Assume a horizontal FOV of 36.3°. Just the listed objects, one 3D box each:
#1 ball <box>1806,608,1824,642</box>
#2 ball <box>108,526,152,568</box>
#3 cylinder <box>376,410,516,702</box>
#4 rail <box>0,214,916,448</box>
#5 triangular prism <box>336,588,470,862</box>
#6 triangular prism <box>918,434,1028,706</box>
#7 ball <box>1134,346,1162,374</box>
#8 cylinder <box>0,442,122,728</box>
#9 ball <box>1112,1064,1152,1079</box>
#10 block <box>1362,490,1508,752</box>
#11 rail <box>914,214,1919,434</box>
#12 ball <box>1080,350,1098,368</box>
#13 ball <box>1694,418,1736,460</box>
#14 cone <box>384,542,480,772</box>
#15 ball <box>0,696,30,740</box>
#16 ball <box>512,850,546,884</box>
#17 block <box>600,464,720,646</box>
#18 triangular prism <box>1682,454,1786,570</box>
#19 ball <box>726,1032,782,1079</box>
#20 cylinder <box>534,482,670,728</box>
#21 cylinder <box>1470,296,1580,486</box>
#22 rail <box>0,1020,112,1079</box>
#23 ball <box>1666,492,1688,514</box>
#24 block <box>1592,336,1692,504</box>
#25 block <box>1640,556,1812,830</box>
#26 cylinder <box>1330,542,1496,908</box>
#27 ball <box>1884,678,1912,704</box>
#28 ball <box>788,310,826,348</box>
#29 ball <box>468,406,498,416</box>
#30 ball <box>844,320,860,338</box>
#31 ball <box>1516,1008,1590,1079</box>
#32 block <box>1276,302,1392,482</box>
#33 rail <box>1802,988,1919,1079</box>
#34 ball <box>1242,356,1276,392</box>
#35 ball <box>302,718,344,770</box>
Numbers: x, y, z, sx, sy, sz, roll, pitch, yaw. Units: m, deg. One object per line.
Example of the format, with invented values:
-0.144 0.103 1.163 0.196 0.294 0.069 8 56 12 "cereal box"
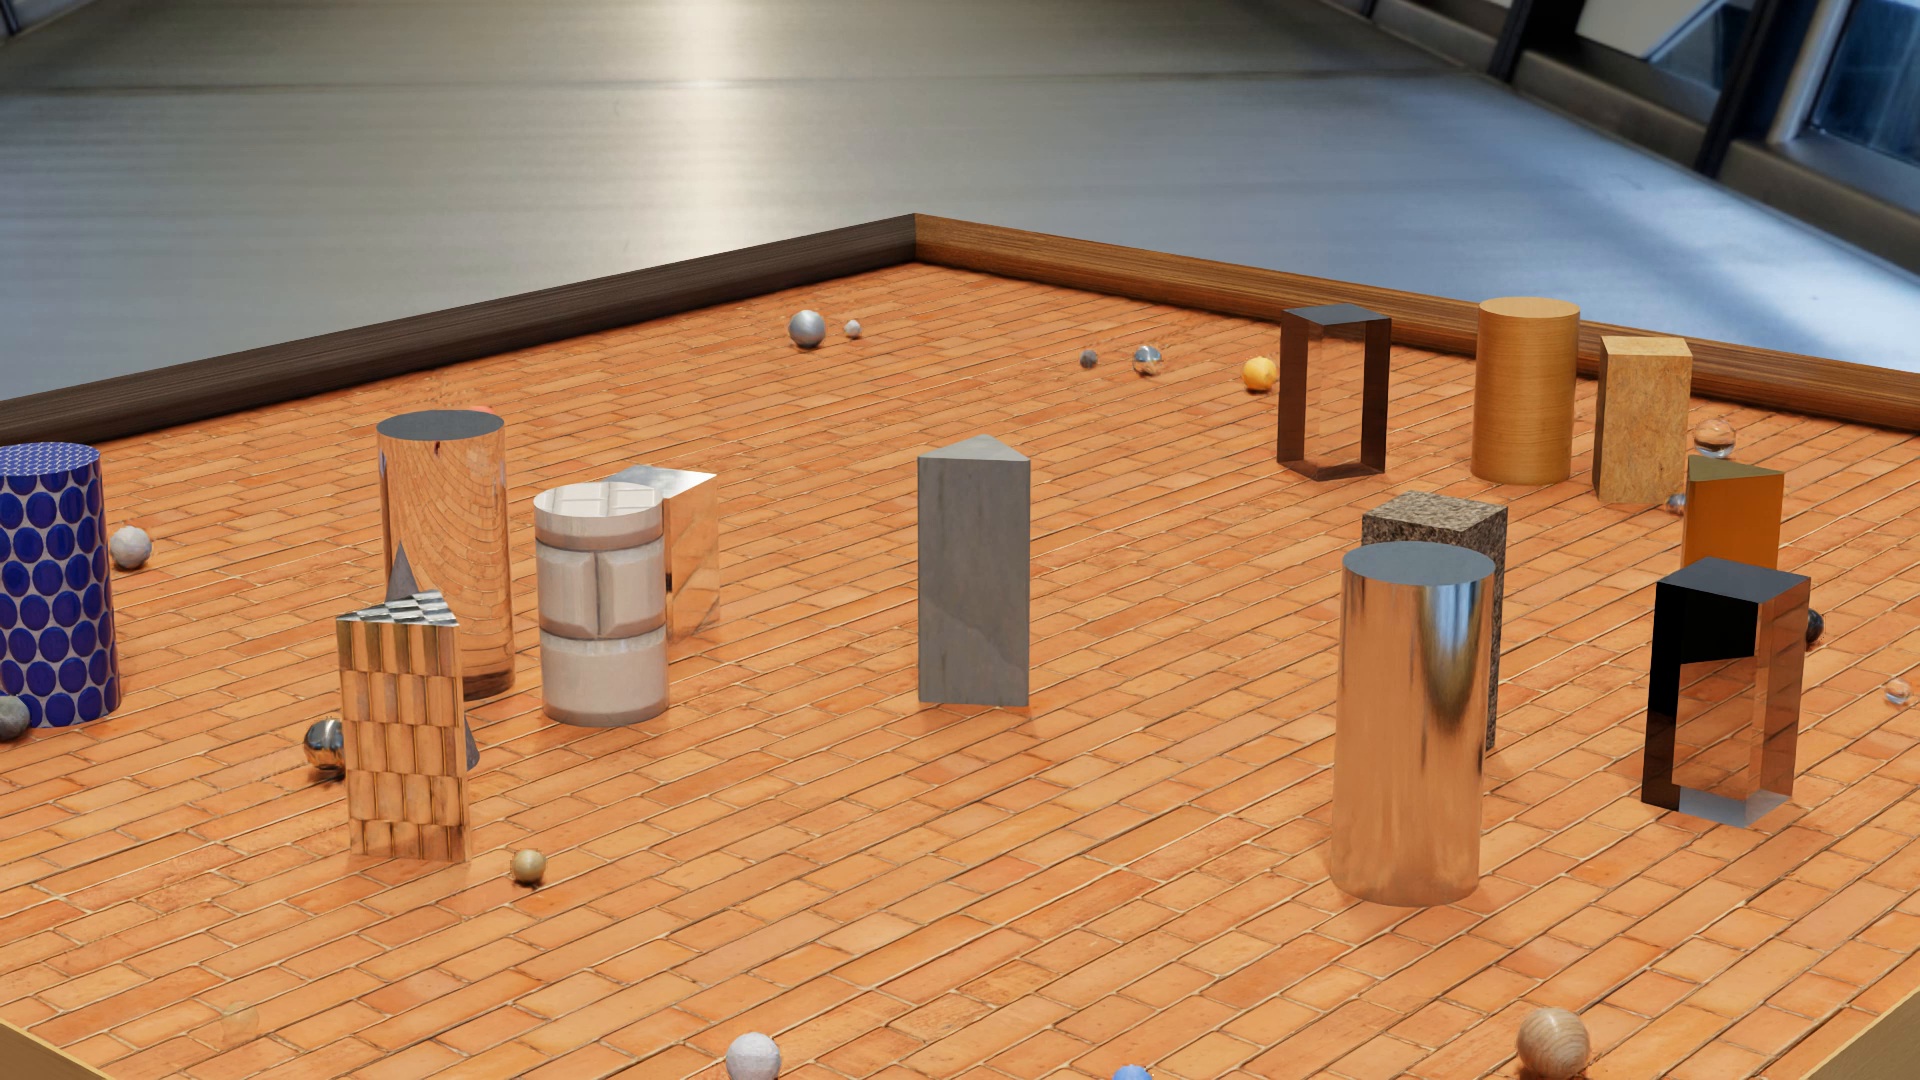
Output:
1.410 0.142 4.883 0.057 0.057 0.057 0 17 0 "ball"
-1.495 0.013 5.281 0.074 0.074 0.074 0 17 0 "ball"
-0.811 0.024 4.636 0.198 0.425 0.198 0 17 0 "cylinder"
-1.522 -0.349 6.386 0.045 0.128 4.325 14 22 39 "rail"
-0.739 0.251 4.031 0.171 0.340 0.148 3 17 10 "triangular prism"
0.030 0.045 4.613 0.171 0.399 0.148 2 17 7 "triangular prism"
0.429 -0.410 6.699 0.066 0.066 0.066 0 17 0 "ball"
-1.414 0.068 4.531 0.198 0.401 0.198 0 17 0 "cylinder"
0.194 0.618 3.317 0.048 0.048 0.048 0 17 0 "ball"
0.696 0.137 4.346 0.158 0.377 0.158 11 20 33 "block"
1.402 -0.434 6.666 4.080 0.128 0.045 14 22 39 "rail"
0.297 -0.419 6.771 0.042 0.042 0.042 0 17 0 "ball"
1.543 -0.207 5.994 0.084 0.084 0.084 0 17 0 "ball"
-0.814 0.163 4.313 0.198 0.345 0.198 0 17 0 "cone"
-1.443 0.268 4.436 0.067 0.067 0.067 0 17 0 "ball"
-0.577 0.437 3.925 0.045 0.045 0.045 0 17 0 "ball"
-0.514 0.023 4.934 0.158 0.255 0.158 8 18 24 "block"
1.242 0.020 4.870 0.171 0.298 0.148 -5 18 -17 "triangular prism"
-0.237 0.597 3.360 0.064 0.064 0.064 0 17 0 "ball"
-0.554 0.098 4.544 0.198 0.336 0.198 0 17 0 "cylinder"
1.128 -0.298 5.854 0.198 0.340 0.198 0 17 0 "cylinder"
-1.402 0.498 3.574 4.080 0.128 0.045 14 22 39 "rail"
1.372 -0.069 5.609 0.042 0.042 0.042 0 17 0 "ball"
1.329 -0.235 5.721 0.158 0.295 0.158 2 17 7 "block"
1.088 0.214 4.167 0.158 0.332 0.158 13 21 38 "block"
0.597 0.242 3.881 0.198 0.443 0.198 0 17 0 "cylinder"
1.471 0.237 4.598 0.040 0.040 0.040 0 17 0 "ball"
-0.363 -0.501 6.961 0.089 0.089 0.089 0 17 0 "ball"
-0.995 -0.235 6.080 0.088 0.088 0.088 0 17 0 "ball"
-0.259 -0.509 7.072 0.040 0.040 0.040 0 17 0 "ball"
0.684 0.581 3.379 0.084 0.084 0.084 0 17 0 "ball"
0.750 -0.298 5.889 0.158 0.319 0.158 -8 18 -24 "block"
1.522 0.414 3.854 0.045 0.128 4.325 14 22 39 "rail"
0.669 -0.371 6.551 0.077 0.077 0.077 0 17 0 "ball"
-0.923 0.300 4.291 0.075 0.075 0.075 0 17 0 "ball"
